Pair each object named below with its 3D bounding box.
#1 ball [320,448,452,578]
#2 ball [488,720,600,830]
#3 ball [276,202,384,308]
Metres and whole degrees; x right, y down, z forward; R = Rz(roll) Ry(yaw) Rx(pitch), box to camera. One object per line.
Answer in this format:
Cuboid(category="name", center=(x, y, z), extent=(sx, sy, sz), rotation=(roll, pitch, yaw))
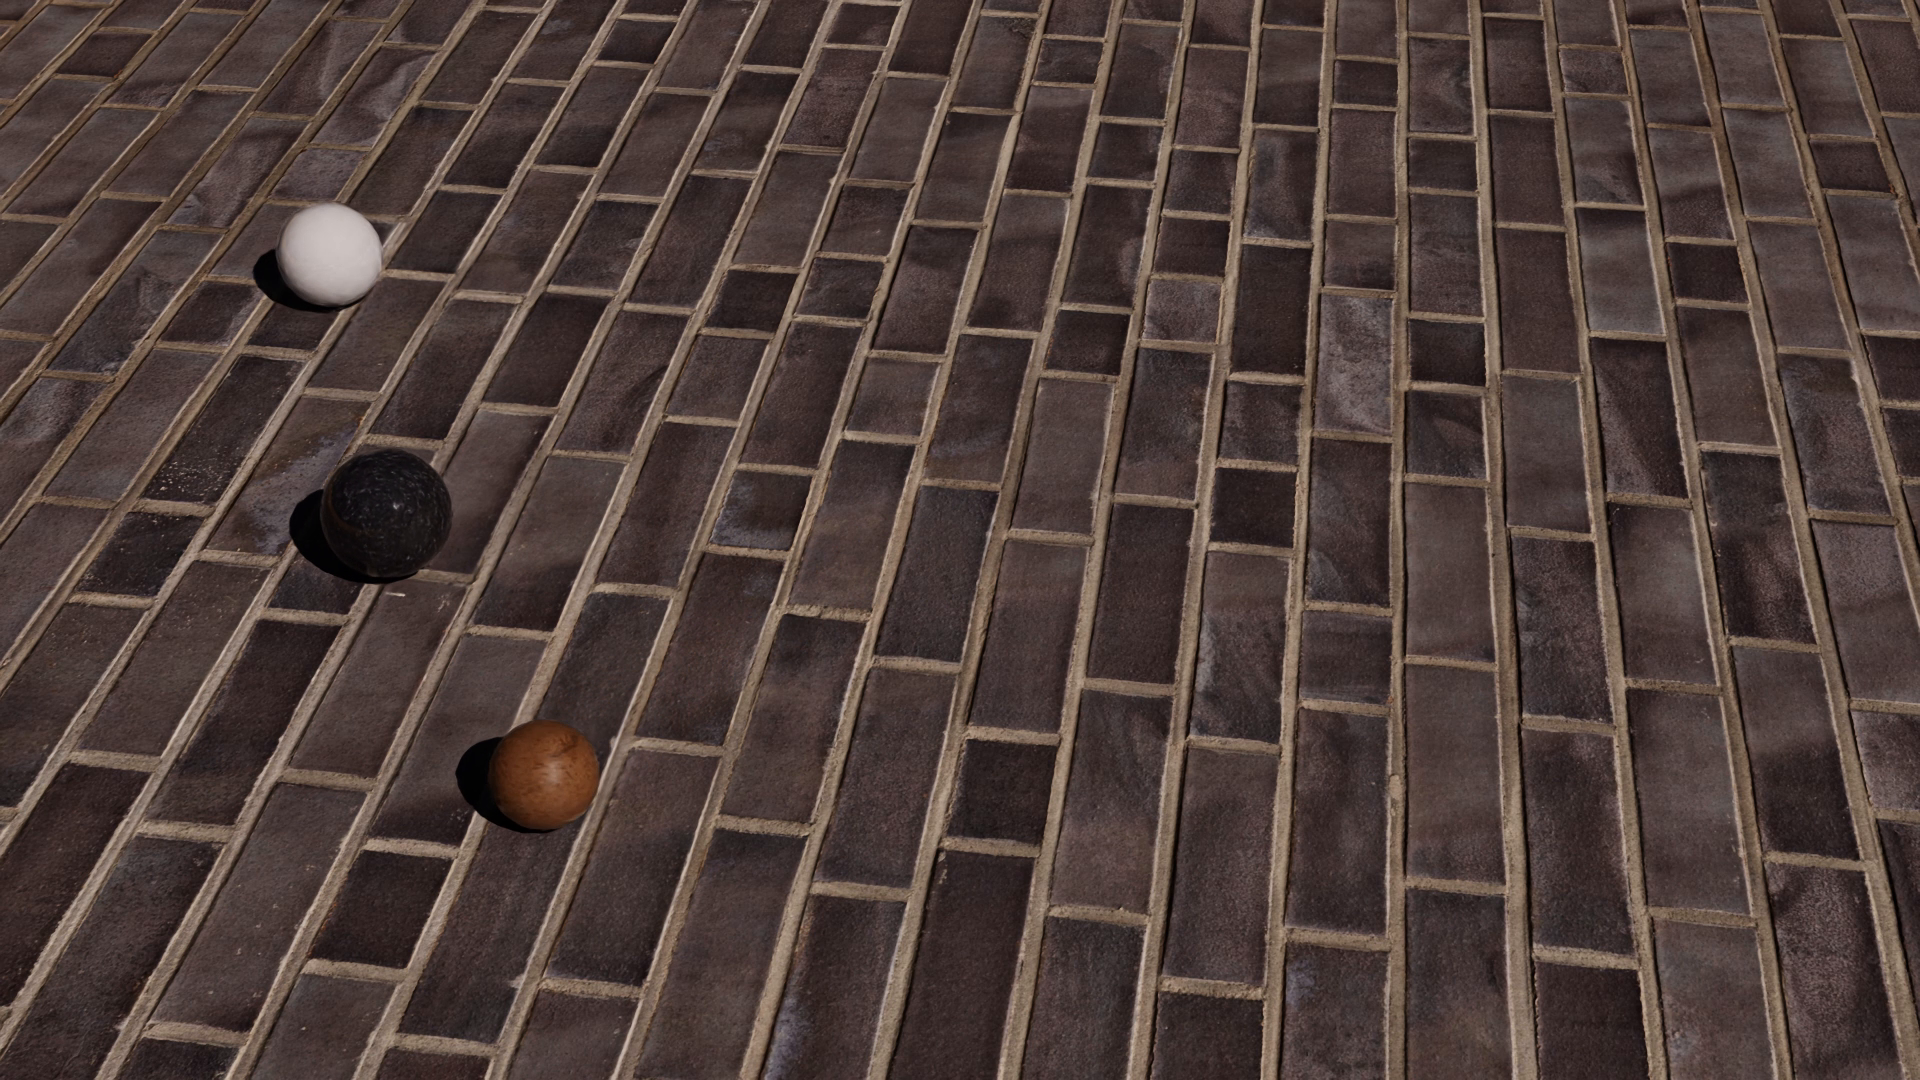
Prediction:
Cuboid(category="ball", center=(-0.373, -0.017, 1.670), extent=(0.085, 0.085, 0.085), rotation=(0, 36, 0))
Cuboid(category="ball", center=(-0.239, 0.135, 1.478), extent=(0.064, 0.064, 0.064), rotation=(0, 36, 0))
Cuboid(category="ball", center=(-0.479, -0.216, 1.951), extent=(0.079, 0.079, 0.079), rotation=(0, 36, 0))
